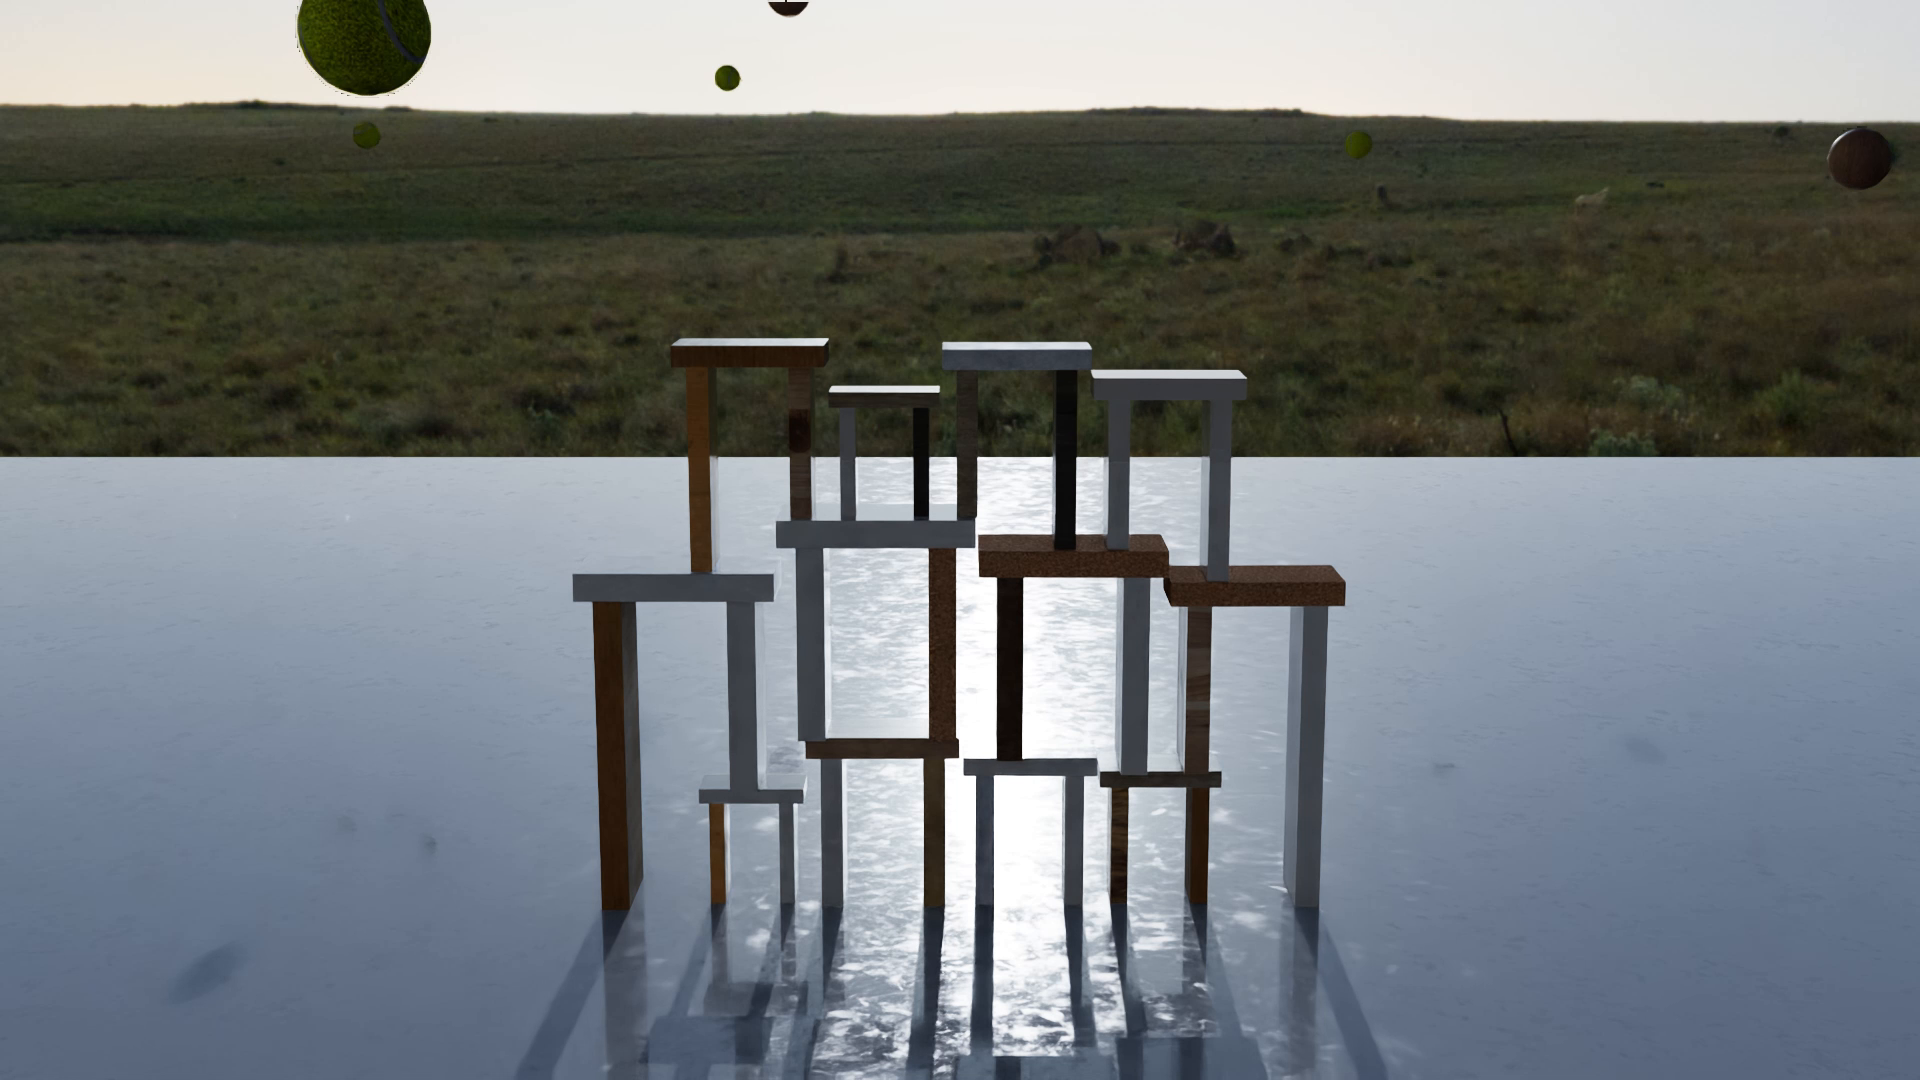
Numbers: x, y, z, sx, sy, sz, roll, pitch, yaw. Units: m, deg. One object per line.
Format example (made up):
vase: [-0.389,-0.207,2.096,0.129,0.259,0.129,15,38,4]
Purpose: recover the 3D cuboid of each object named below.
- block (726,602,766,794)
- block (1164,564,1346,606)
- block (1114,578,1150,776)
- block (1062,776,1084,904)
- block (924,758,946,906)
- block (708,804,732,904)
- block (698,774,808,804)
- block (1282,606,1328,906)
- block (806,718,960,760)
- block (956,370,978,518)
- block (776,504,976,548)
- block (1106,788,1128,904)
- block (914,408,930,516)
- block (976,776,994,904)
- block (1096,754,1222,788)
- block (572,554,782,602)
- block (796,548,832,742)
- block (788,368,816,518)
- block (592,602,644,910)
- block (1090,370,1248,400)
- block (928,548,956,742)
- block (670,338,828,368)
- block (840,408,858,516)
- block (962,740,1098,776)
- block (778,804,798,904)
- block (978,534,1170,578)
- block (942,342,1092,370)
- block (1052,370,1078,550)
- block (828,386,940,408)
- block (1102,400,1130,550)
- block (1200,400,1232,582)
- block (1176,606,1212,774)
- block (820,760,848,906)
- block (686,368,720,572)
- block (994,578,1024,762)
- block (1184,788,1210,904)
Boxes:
block: [-0.349,0.241,3.605,0.045,0.320,0.160,0,10,0]
block: [0.476,0.074,3.578,0.278,0.039,0.139,0,11,0]
block: [0.282,0.207,3.603,0.043,0.326,0.151,0,11,0]
block: [0.187,0.482,3.652,0.031,0.219,0.109,0,11,0]
block: [-0.042,0.467,3.648,0.035,0.250,0.125,0,11,0]
block: [-0.398,0.507,3.649,0.024,0.171,0.086,0,11,0]
block: [-0.341,0.411,3.631,0.171,0.024,0.086,0,11,0]
block: [0.569,0.341,3.628,0.039,0.504,0.139,0,11,0]
block: [-0.125,0.326,3.622,0.250,0.035,0.125,0,11,0]
block: [0.011,-0.162,3.534,0.033,0.235,0.117,0,11,0]
block: [-0.133,-0.023,3.553,0.316,0.045,0.158,0,11,0]
block: [0.261,0.492,3.653,0.028,0.198,0.099,0,11,0]
block: [-0.062,-0.131,3.535,0.025,0.175,0.087,0,11,0]
block: [0.041,0.482,3.652,0.031,0.219,0.109,0,11,0]
block: [0.327,0.381,3.633,0.198,0.028,0.099,0,11,0]
block: [-0.456,0.061,3.572,0.319,0.045,0.160,0,11,0]
block: [-0.238,0.154,3.586,0.045,0.316,0.158,0,11,0]
block: [-0.253,-0.163,3.528,0.034,0.240,0.120,0,11,0]
block: [-0.562,0.337,3.623,0.045,0.515,0.160,0,11,0]
block: [0.331,-0.248,3.515,0.240,0.034,0.120,0,11,1]
block: [-0.028,0.154,3.586,0.045,0.316,0.158,0,11,0]
block: [-0.333,-0.298,3.504,0.240,0.034,0.120,0,11,0]
block: [-0.178,-0.131,3.535,0.025,0.175,0.087,0,11,0]
block: [0.114,0.359,3.629,0.219,0.031,0.109,0,11,0]
block: [-0.284,0.507,3.649,0.024,0.171,0.086,0,11,0]
block: [0.181,0.025,3.569,0.302,0.043,0.151,0,11,0]
block: [0.090,-0.294,3.509,0.235,0.033,0.117,0,11,0]
block: [0.168,-0.137,3.539,0.033,0.286,0.117,0,11,0]
block: [-0.120,-0.229,3.516,0.175,0.025,0.087,0,11,0]
block: [0.252,-0.113,3.540,0.034,0.240,0.120,0,11,0]
block: [0.412,-0.088,3.544,0.034,0.292,0.120,0,11,0]
block: [0.384,0.230,3.607,0.039,0.278,0.139,0,10,0]
block: [-0.209,0.467,3.648,0.035,0.250,0.125,0,11,0]
block: [-0.413,-0.121,3.537,0.034,0.327,0.120,0,11,0]
block: [0.080,0.195,3.601,0.043,0.302,0.151,0,11,0]
block: [0.393,0.492,3.653,0.028,0.198,0.099,0,11,0]
